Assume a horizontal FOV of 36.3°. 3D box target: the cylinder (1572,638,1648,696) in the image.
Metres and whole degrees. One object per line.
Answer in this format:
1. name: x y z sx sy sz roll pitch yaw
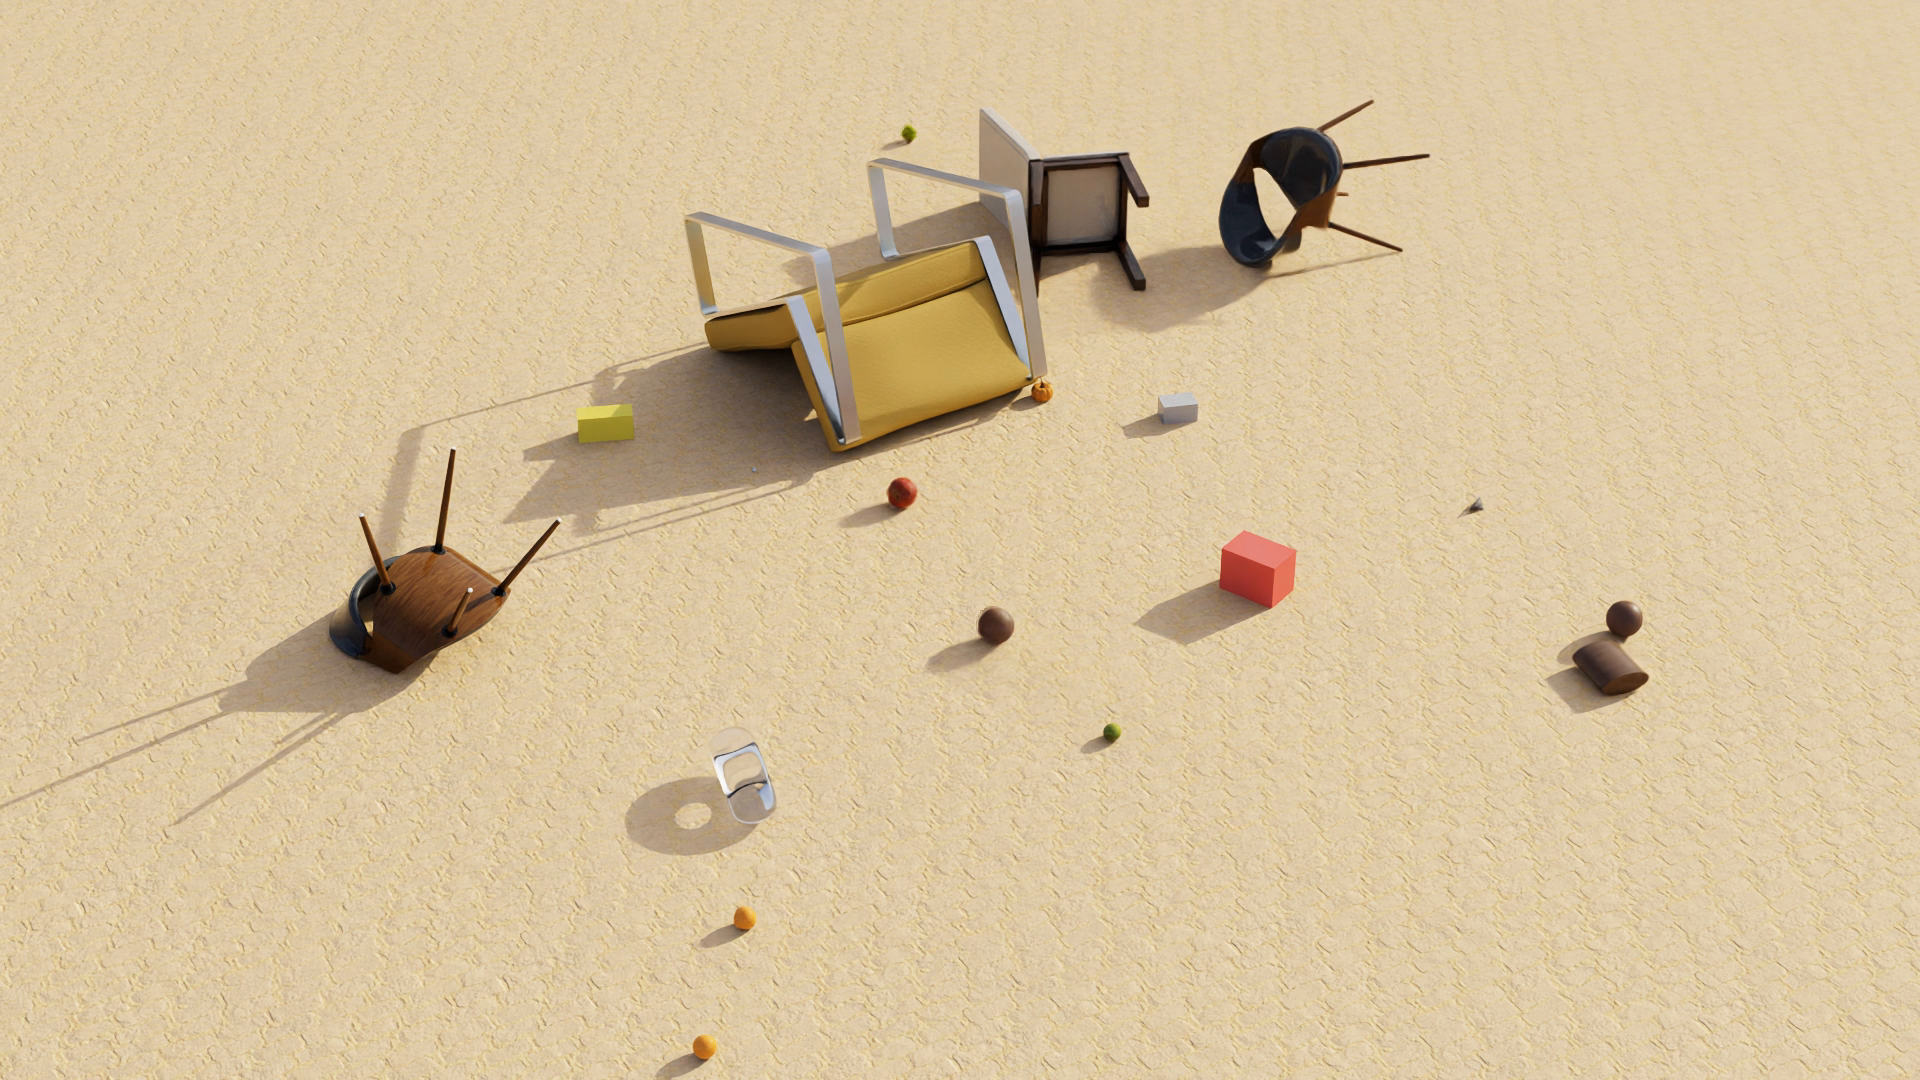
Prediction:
1. cylinder: 2.262 0.443 10.197 0.184 0.083 0.207 -15 42 -12

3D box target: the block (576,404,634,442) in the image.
1. block: -1.396 -0.459 11.544 0.216 0.107 0.090 -5 34 -7

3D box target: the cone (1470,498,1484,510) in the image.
1. cone: 1.969 -0.128 11.120 0.045 0.046 0.094 39 42 8

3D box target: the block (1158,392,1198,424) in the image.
1. block: 0.866 -0.523 11.665 0.140 0.080 0.094 -7 34 -10

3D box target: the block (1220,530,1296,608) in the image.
1. block: 1.079 0.106 10.627 0.224 0.173 0.150 22 39 30

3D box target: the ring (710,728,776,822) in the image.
1. ring: -0.712 0.769 9.624 0.153 0.173 0.420 -19 45 -8
